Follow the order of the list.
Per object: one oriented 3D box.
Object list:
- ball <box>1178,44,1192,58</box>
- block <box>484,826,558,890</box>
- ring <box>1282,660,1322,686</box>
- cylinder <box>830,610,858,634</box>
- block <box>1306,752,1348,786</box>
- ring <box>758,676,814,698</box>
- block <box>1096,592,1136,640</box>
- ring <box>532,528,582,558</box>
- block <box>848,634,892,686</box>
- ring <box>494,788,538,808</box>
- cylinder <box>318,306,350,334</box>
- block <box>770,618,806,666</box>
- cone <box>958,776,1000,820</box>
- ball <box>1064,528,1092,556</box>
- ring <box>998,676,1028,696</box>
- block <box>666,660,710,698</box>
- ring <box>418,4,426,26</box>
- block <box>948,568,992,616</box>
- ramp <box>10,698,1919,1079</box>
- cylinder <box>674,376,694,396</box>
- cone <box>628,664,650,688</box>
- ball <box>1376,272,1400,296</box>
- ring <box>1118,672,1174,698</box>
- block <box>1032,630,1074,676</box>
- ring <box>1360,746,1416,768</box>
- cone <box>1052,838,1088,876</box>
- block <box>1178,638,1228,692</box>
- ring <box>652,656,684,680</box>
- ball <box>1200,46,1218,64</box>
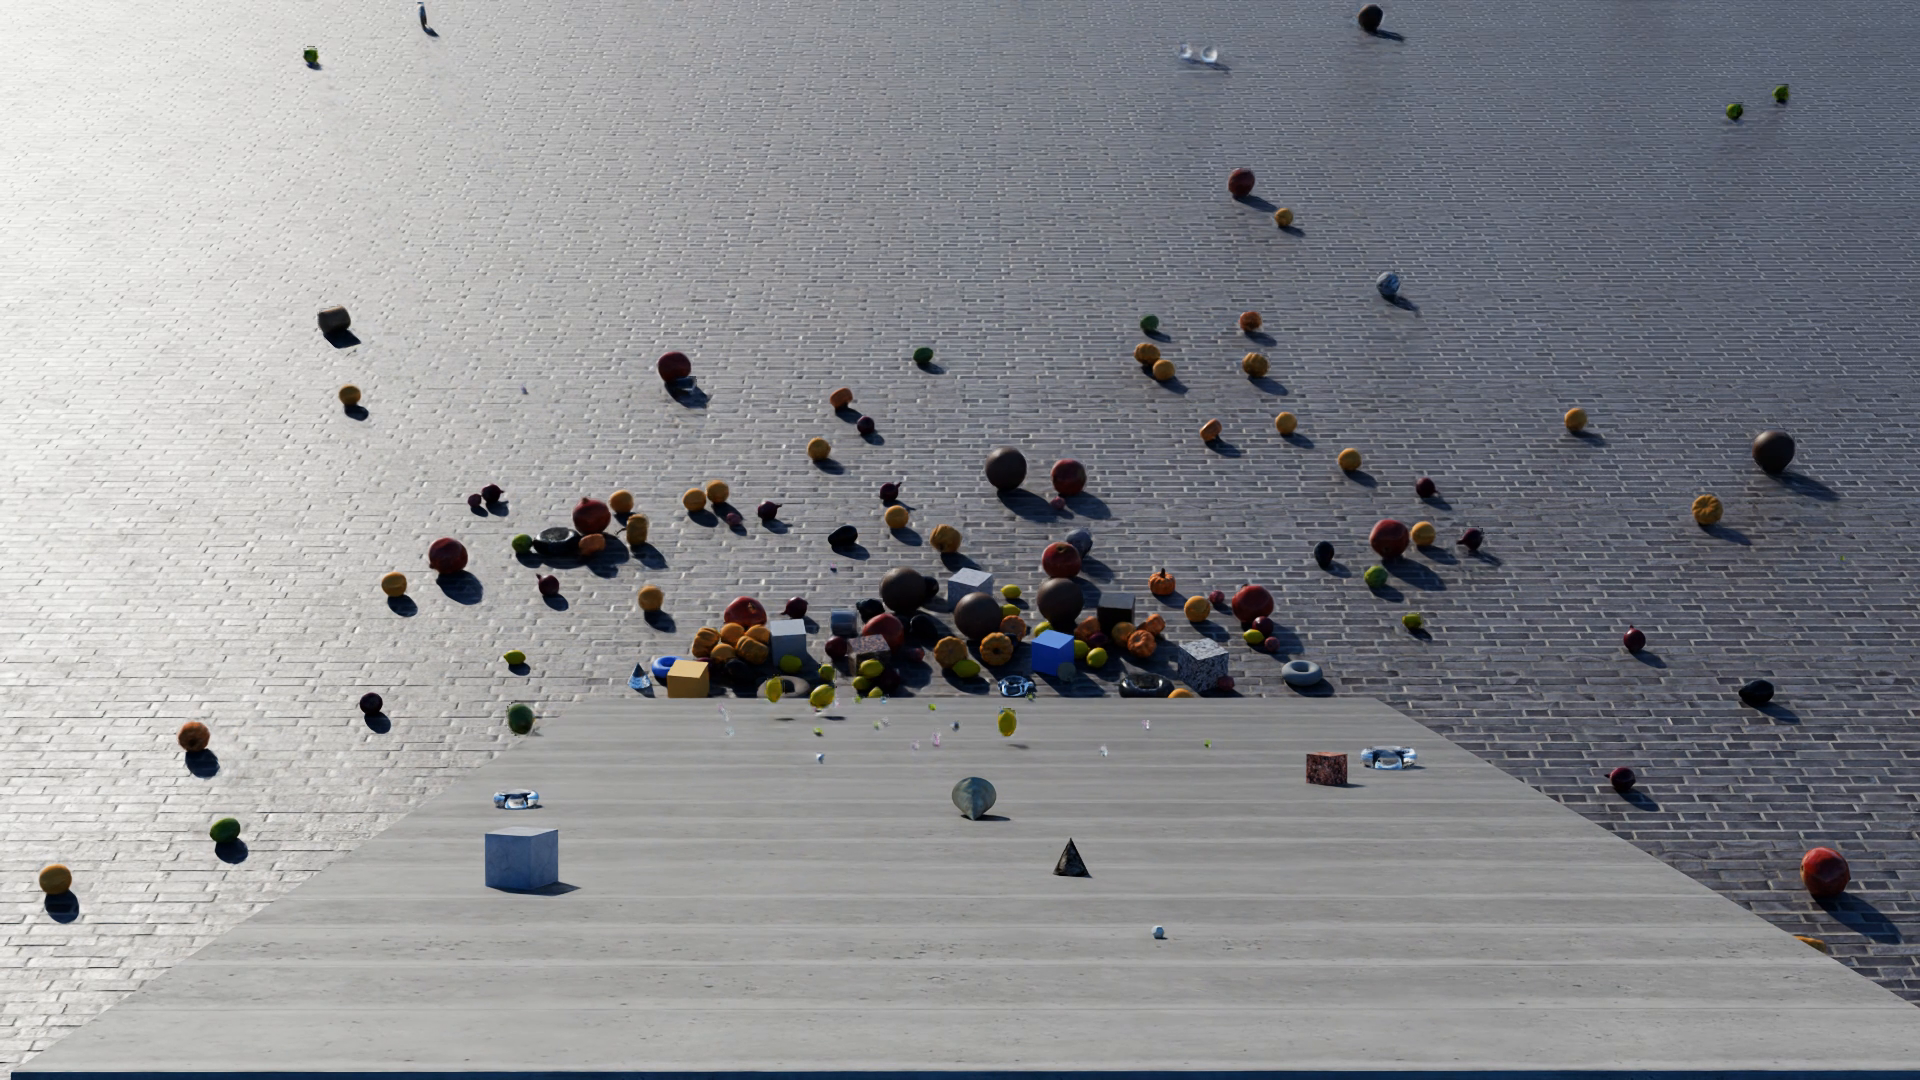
[{"bbox_3d":[1.118,-2.423,12.787,0.066,0.066,0.066,0,25,0],"label":"ball"},{"bbox_3d":[-0.626,0.454,3.685,0.075,0.075,0.075,1,2,22],"label":"block"},{"bbox_3d":[0.907,0.353,6.833,0.110,0.037,0.110,0,23,0],"label":"ring"},{"bbox_3d":[-0.318,0.225,7.081,0.060,0.060,0.060,5,25,10],"label":"cylinder"},{"bbox_3d":[0.687,0.428,4.829,0.054,0.054,0.054,-2,2,-44],"label":"block"},{"bbox_3d":[-0.454,0.401,6.713,0.149,0.050,0.149,1,24,-1],"label":"ring"},{"bbox_3d":[0.429,0.208,7.078,0.093,0.093,0.093,4,25,9],"label":"block"},{"bbox_3d":[-1.182,0.006,7.569,0.143,0.048,0.143,0,26,0],"label":"ring"},{"bbox_3d":[-0.241,0.318,6.839,0.094,0.094,0.094,-7,26,-15],"label":"block"},{"bbox_3d":[-0.777,0.453,4.513,0.080,0.027,0.080,-1,3,0],"label":"ring"},{"bbox_3d":[-2.243,-0.787,9.239,0.082,0.082,0.082,-21,32,-37],"label":"cylinder"},{"bbox_3d":[-0.462,0.275,6.936,0.090,0.090,0.090,-4,25,-8],"label":"block"},{"bbox_3d":[0.023,0.453,4.355,0.076,0.076,0.076,6,49,13],"label":"cone"},{"bbox_3d":[0.345,0.008,7.523,0.081,0.081,0.081,0,25,0],"label":"ball"},{"bbox_3d":[0.140,0.383,6.779,0.083,0.028,0.083,-1,26,0],"label":"ring"},{"bbox_3d":[-0.709,0.374,6.726,0.087,0.087,0.087,4,25,9],"label":"block"},{"bbox_3d":[-2.791,-2.724,13.379,0.037,0.111,0.111,-9,26,-10],"label":"ring"},{"bbox_3d":[0.029,0.145,7.214,0.093,0.093,0.093,12,28,25],"label":"block"},{"bbox_3d":[0.057,0.514,4.555,2.000,0.100,4.000,0,2,0],"label":"ramp"},{"bbox_3d":[-0.929,-0.517,8.681,0.060,0.060,0.060,-8,25,1],"label":"cylinder"},{"bbox_3d":[-0.849,0.350,6.808,0.062,0.062,0.062,0,25,0],"label":"cone"},{"bbox_3d":[1.593,-0.952,9.587,0.088,0.088,0.088,0,25,0],"label":"ball"},{"bbox_3d":[0.488,0.392,6.734,0.147,0.049,0.147,1,23,0],"label":"ring"},{"bbox_3d":[0.248,0.302,6.887,0.084,0.084,0.084,14,28,28],"label":"block"},{"bbox_3d":[0.845,0.429,5.089,0.111,0.037,0.111,-1,2,0],"label":"ring"},{"bbox_3d":[0.162,0.462,3.773,0.053,0.053,0.053,0,2,0],"label":"cone"},{"bbox_3d":[0.642,0.330,6.812,0.096,0.096,0.096,-13,28,-25],"label":"block"},{"bbox_3d":[-0.773,0.340,6.867,0.097,0.032,0.097,0,26,0],"label":"ring"},{"bbox_3d":[1.229,-2.393,12.701,0.084,0.084,0.084,0,25,0],"label":"ball"}]
